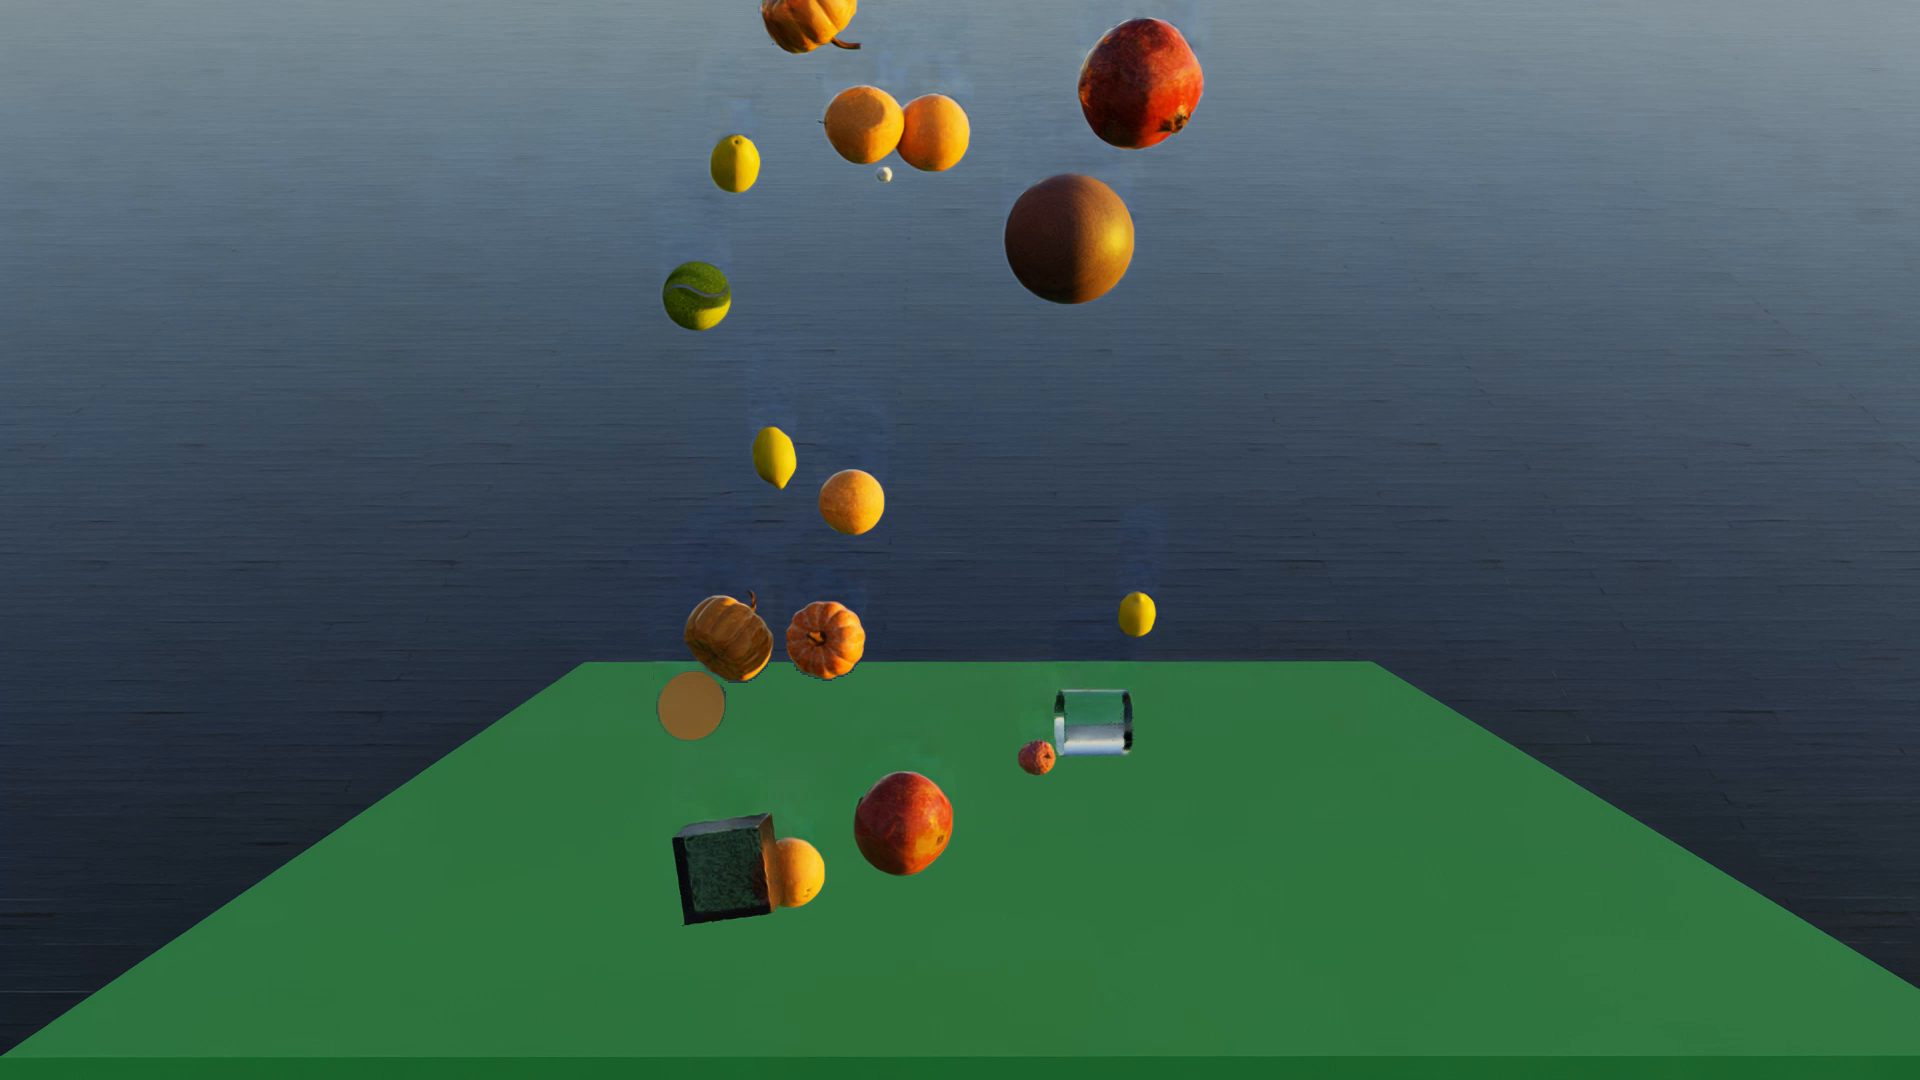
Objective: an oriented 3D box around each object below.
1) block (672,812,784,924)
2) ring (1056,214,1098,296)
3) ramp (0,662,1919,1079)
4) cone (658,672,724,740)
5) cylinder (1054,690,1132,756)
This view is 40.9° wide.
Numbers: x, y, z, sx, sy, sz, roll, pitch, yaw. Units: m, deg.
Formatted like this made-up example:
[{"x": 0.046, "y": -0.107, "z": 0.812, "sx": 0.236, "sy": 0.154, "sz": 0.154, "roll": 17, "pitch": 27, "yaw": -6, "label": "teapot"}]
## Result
[{"x": -0.232, "y": 0.329, "z": 2.581, "sx": 0.087, "sy": 0.087, "sz": 0.087, "roll": -8, "pitch": 2, "yaw": 5, "label": "block"}, {"x": 0.121, "y": -0.295, "z": 2.662, "sx": 0.028, "sy": 0.084, "sz": 0.084, "roll": -10, "pitch": 23, "yaw": -11, "label": "ring"}, {"x": 0.051, "y": 0.459, "z": 4.533, "sx": 2.000, "sy": 0.100, "sz": 4.000, "roll": 0, "pitch": 3, "yaw": 0, "label": "ramp"}, {"x": -0.268, "y": 0.177, "z": 2.679, "sx": 0.072, "sy": 0.072, "sz": 0.072, "roll": 6, "pitch": -10, "yaw": 14, "label": "cone"}, {"x": 0.143, "y": 0.196, "z": 2.753, "sx": 0.071, "sy": 0.071, "sz": 0.071, "roll": 0, "pitch": 22, "yaw": -8, "label": "cylinder"}]
